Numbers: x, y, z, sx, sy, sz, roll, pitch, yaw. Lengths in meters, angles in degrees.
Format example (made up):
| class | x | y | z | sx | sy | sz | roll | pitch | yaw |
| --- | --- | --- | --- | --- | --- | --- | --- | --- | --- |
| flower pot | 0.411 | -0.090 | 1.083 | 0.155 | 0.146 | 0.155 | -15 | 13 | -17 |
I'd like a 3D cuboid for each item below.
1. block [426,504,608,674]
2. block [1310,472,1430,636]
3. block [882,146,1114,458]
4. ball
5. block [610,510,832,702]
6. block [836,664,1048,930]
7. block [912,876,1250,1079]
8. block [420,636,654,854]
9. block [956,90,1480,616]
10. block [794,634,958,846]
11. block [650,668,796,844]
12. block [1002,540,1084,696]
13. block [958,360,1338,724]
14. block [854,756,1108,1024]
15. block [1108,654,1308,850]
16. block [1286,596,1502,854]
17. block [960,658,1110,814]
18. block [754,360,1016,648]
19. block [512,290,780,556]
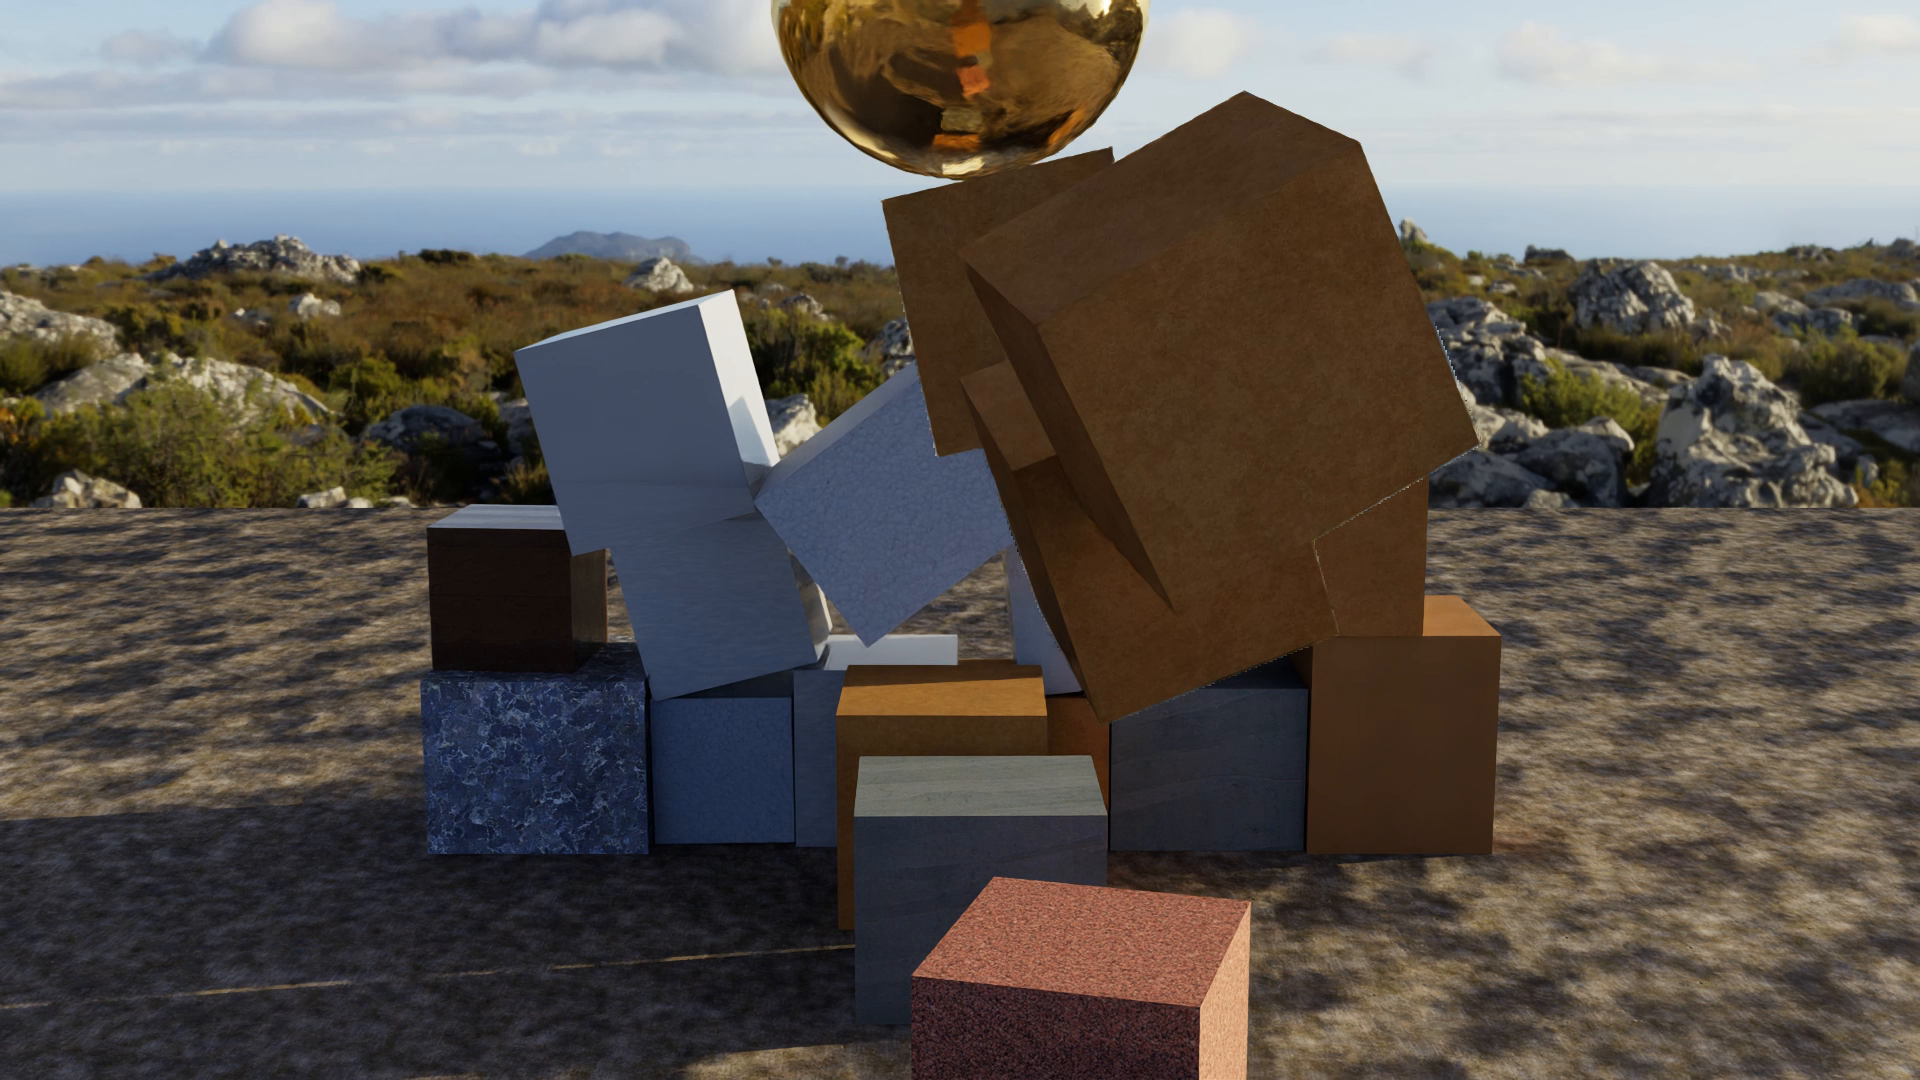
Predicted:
| class | x | y | z | sx | sy | sz | roll | pitch | yaw |
| --- | --- | --- | --- | --- | --- | --- | --- | --- | --- |
| block | -2.257 | 0.238 | 11.290 | 0.721 | 0.728 | 0.706 | 1 | 10 | 5 |
| block | 1.765 | -0.099 | 11.145 | 0.989 | 0.980 | 0.980 | 0 | 10 | -1 |
| block | 0.218 | -0.743 | 7.014 | 0.712 | 0.795 | 0.760 | -12 | 3 | 5 |
| ball | 0.000 | -2.312 | 9.172 | 1.600 | 1.600 | 1.600 | 0 | 10 | 0 |
| block | -1.199 | 0.246 | 11.221 | 0.847 | 0.806 | 0.809 | -14 | 10 | 4 |
| block | -0.078 | 1.181 | 10.279 | 0.935 | 0.998 | 0.950 | 0 | 10 | 0 |
| block | 0.423 | 1.758 | 7.306 | 0.915 | 0.926 | 0.981 | 3 | 11 | 16 |
| block | -2.104 | 1.040 | 11.382 | 1.099 | 0.882 | 1.016 | 0 | 10 | 0 |
| block | 0.518 | -0.400 | 4.525 | 0.704 | 0.693 | 0.590 | -30 | 25 | -3 |
| block | -0.419 | 1.024 | 11.378 | 0.812 | 0.914 | 0.792 | 0 | 10 | 0 |
| block | -1.193 | 1.099 | 11.391 | 0.705 | 0.754 | 0.693 | -1 | 10 | 0 |
| block | 0.729 | 0.240 | 11.236 | 0.971 | 0.841 | 0.873 | -6 | 10 | 0 |
| block | 0.443 | -0.093 | 5.352 | 0.599 | 0.684 | 0.687 | -21 | 24 | -2 |
| block | 0.075 | 1.442 | 9.201 | 1.005 | 0.870 | 0.861 | 0 | 10 | -1 |
| block | 1.236 | 1.066 | 11.374 | 0.968 | 0.834 | 0.888 | 0 | 10 | 0 |
| block | 2.191 | 0.929 | 11.345 | 0.922 | 1.113 | 0.979 | 0 | 10 | 0 |
| block | 0.368 | 1.094 | 11.360 | 0.745 | 0.784 | 0.836 | 0 | 10 | 0 |
| block | -0.293 | -0.233 | 10.816 | 1.027 | 0.880 | 1.000 | -36 | 9 | 7 |
| block | -1.539 | -0.609 | 11.091 | 0.945 | 1.037 | 0.896 | -13 | 10 | 7 |
